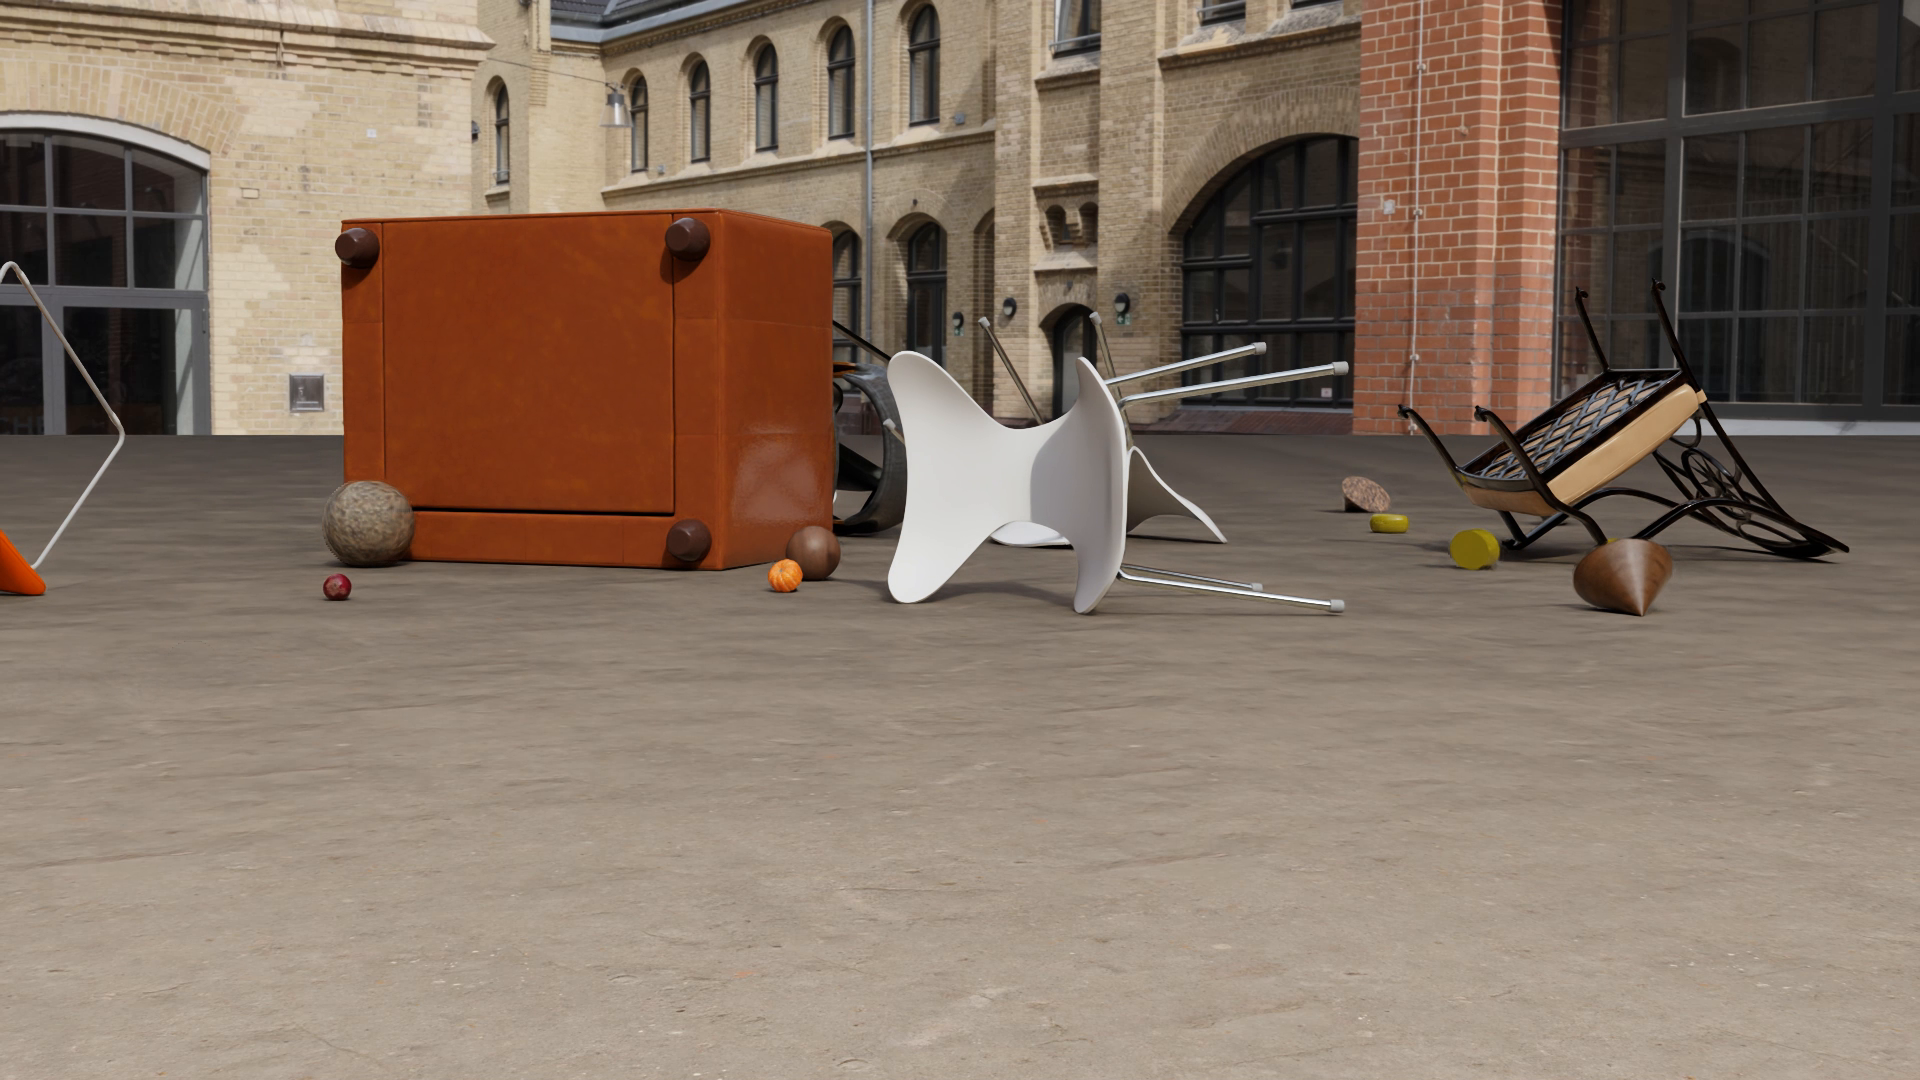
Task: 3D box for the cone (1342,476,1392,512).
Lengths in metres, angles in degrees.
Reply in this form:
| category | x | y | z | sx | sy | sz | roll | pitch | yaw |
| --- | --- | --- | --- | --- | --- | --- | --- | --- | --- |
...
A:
| category | x | y | z | sx | sy | sz | roll | pitch | yaw |
| --- | --- | --- | --- | --- | --- | --- | --- | --- | --- |
| cone | 1.450 | -0.136 | 8.054 | 0.232 | 0.145 | 0.124 | 14 | -36 | -29 |

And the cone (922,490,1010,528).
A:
| category | x | y | z | sx | sy | sz | roll | pitch | yaw |
| --- | --- | --- | --- | --- | --- | --- | --- | --- | --- |
| cone | 0.048 | -0.075 | 7.197 | 0.265 | 0.125 | 0.275 | 13 | -3 | -21 |

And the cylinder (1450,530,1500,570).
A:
| category | x | y | z | sx | sy | sz | roll | pitch | yaw |
| --- | --- | --- | --- | --- | --- | --- | --- | --- | --- |
| cylinder | 1.286 | 0.024 | 5.491 | 0.105 | 0.094 | 0.065 | 38 | 25 | 29 |

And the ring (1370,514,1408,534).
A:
| category | x | y | z | sx | sy | sz | roll | pitch | yaw |
| --- | --- | --- | --- | --- | --- | --- | --- | --- | --- |
| ring | 1.340 | -0.051 | 6.867 | 0.125 | 0.058 | 0.085 | 4 | 3 | 28 |

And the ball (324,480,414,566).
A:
| category | x | y | z | sx | sy | sz | roll | pitch | yaw |
| --- | --- | --- | --- | --- | --- | --- | --- | --- | --- |
| ball | -1.490 | -0.042 | 5.550 | 0.220 | 0.220 | 0.220 | 0 | 4 | 0 |

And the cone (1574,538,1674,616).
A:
| category | x | y | z | sx | sy | sz | roll | pitch | yaw |
| --- | --- | --- | --- | --- | --- | --- | --- | --- | --- |
| cone | 1.346 | 0.110 | 4.400 | 0.201 | 0.175 | 0.143 | -6 | 35 | 3 |
